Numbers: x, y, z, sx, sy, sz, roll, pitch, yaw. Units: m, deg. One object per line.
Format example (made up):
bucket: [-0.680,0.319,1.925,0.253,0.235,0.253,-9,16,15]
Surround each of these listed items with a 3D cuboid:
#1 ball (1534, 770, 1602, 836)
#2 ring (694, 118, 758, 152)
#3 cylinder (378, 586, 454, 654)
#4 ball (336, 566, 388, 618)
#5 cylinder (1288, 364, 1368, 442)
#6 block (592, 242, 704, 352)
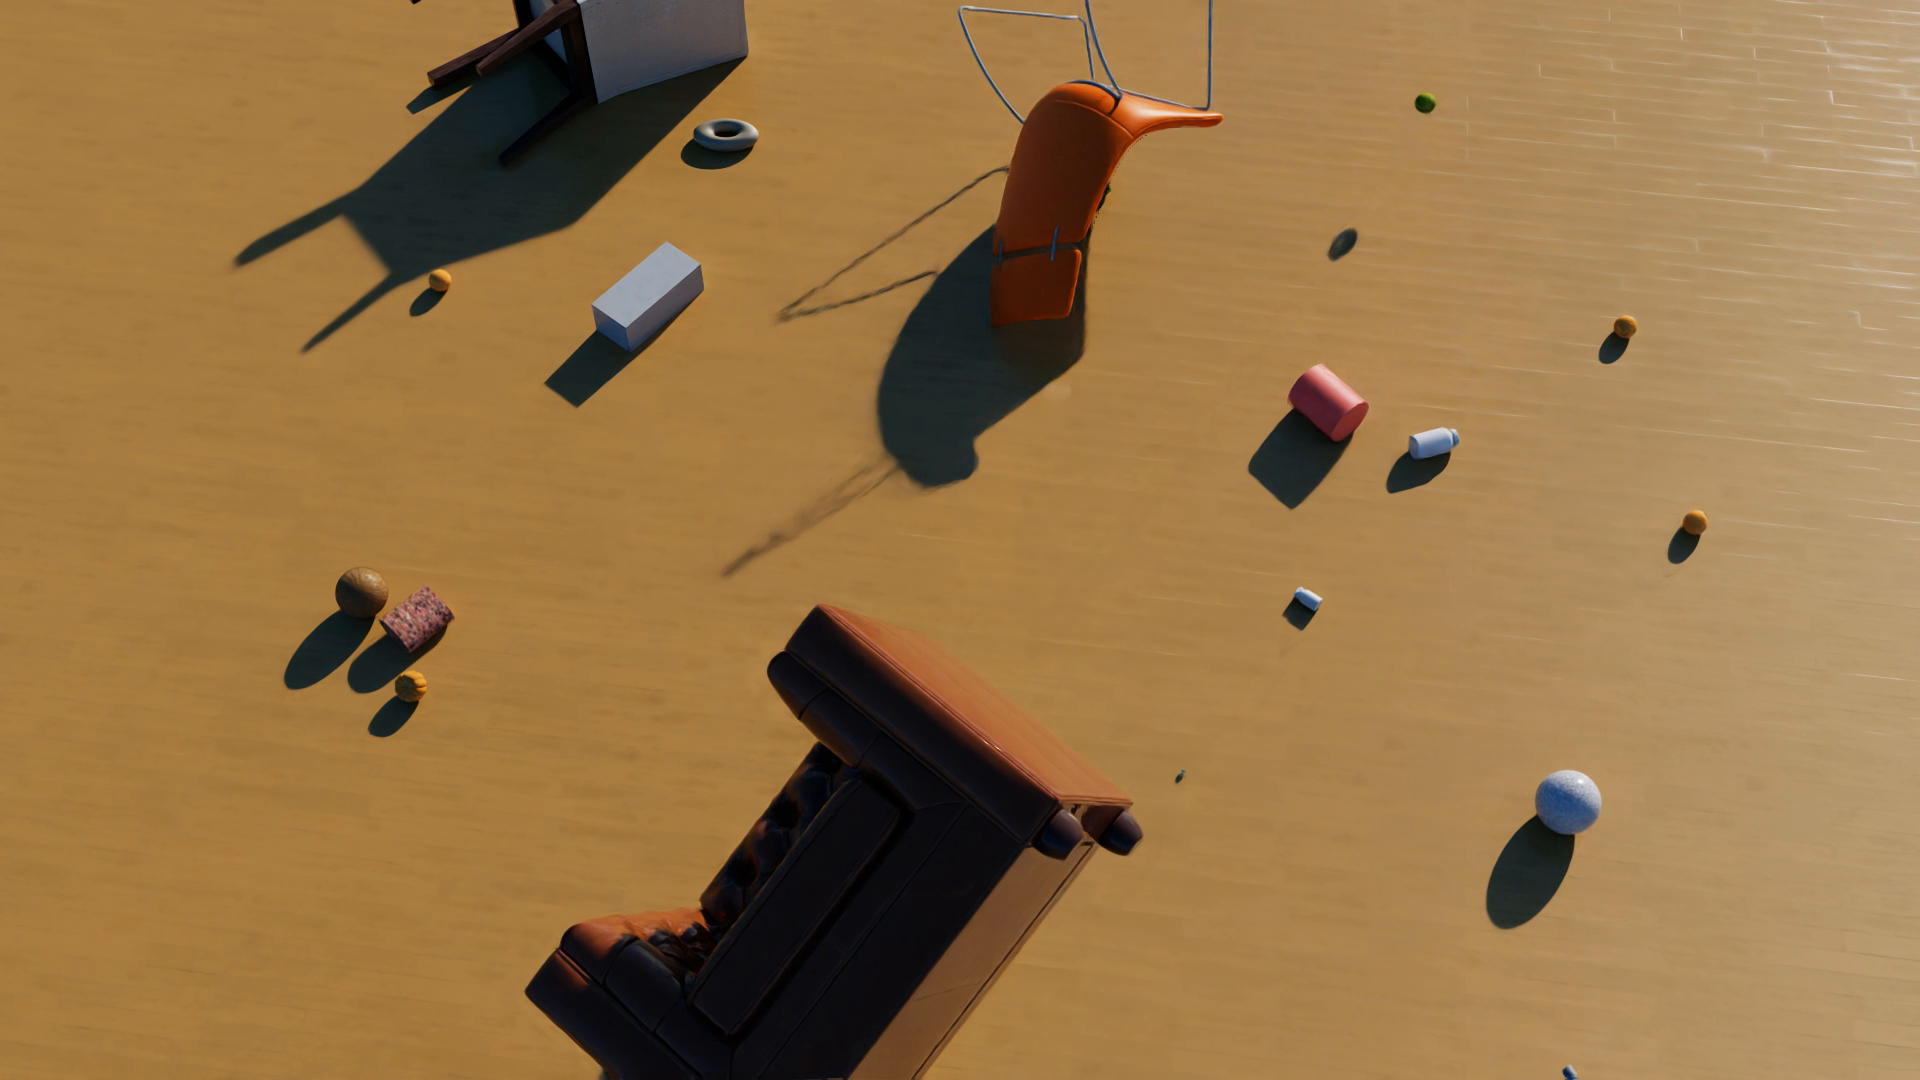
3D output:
ball: [1.656,0.715,5.988,0.177,0.177,0.177,0,56,0]
ring: [-0.795,-1.375,7.466,0.226,0.052,0.131,3,57,2]
cylinder: [-1.573,0.229,6.366,0.138,0.088,0.163,42,65,16]
ball: [-1.736,0.153,6.381,0.150,0.150,0.150,0,56,0]
cylinder: [1.134,-0.422,6.765,0.158,0.152,0.190,-19,55,-42]
block: [-0.994,-0.776,7.019,0.152,0.126,0.340,35,63,21]
